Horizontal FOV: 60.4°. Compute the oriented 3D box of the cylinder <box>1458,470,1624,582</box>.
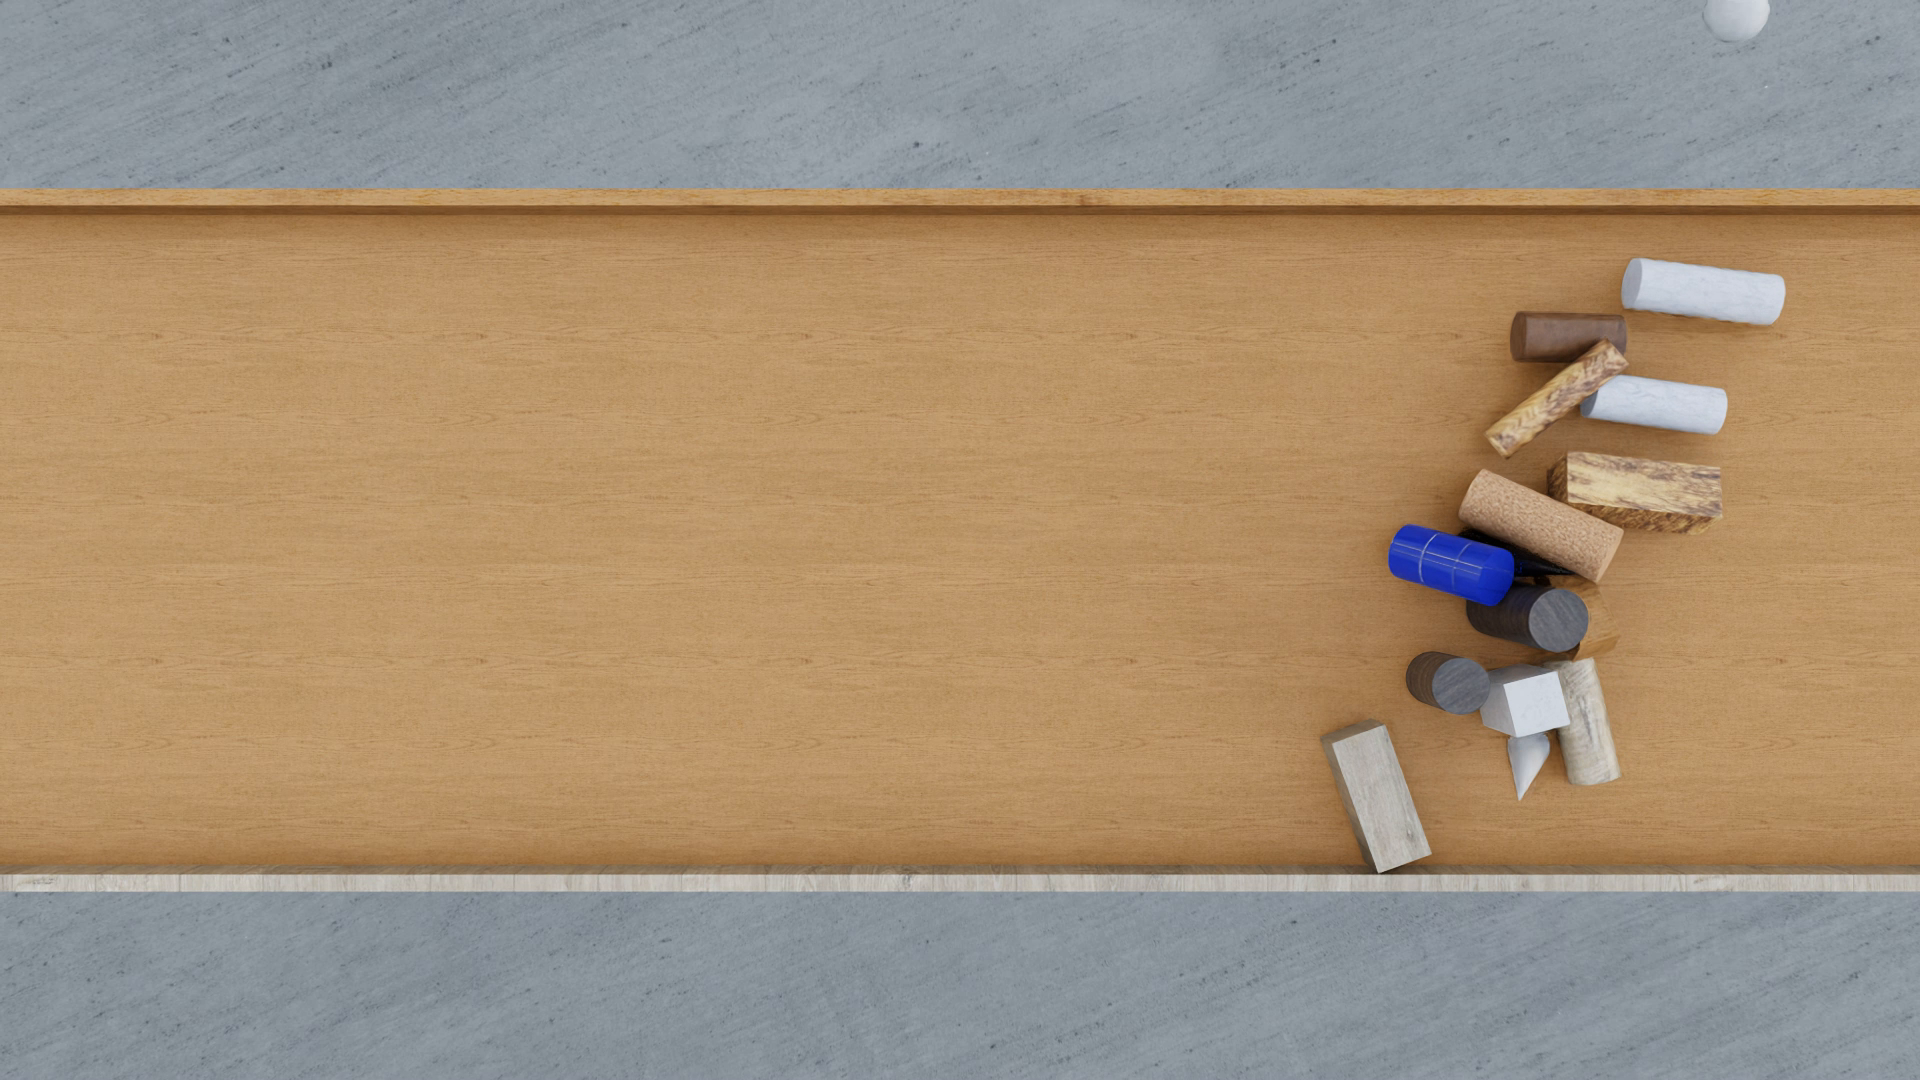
[{"bbox_3d":[1.723,-0.044,4.906,0.433,0.172,0.172,28,90,25],"label":"cylinder"}]

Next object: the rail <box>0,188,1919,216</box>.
[{"bbox_3d":[-2.247,-1.025,5.002,12.000,0.150,0.050,0,90,0],"label":"rail"}]

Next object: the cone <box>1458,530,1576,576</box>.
[{"bbox_3d":[1.648,0.070,4.841,0.153,0.448,0.153,-3,98,-24],"label":"cone"}]

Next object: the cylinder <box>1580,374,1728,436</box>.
[{"bbox_3d":[2.101,-0.415,5.005,0.388,0.144,0.144,8,90,0],"label":"cylinder"}]

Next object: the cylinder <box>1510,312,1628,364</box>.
[{"bbox_3d":[1.843,-0.611,5.001,0.301,0.151,0.151,2,90,0],"label":"cylinder"}]

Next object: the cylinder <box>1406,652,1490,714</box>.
[{"bbox_3d":[1.446,0.422,4.904,0.165,0.337,0.165,0,89,3],"label":"cylinder"}]

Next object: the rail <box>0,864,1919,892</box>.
[{"bbox_3d":[-2.247,1.025,5.001,12.000,0.150,0.050,0,90,0],"label":"rail"}]

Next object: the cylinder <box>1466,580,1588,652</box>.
[{"bbox_3d":[1.664,0.216,4.858,0.179,0.419,0.179,0,93,-7],"label":"cylinder"}]

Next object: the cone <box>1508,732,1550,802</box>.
[{"bbox_3d":[1.667,0.689,4.872,0.126,0.397,0.126,7,110,21],"label":"cone"}]

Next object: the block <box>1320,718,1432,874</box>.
[{"bbox_3d":[1.255,0.770,4.992,0.169,0.169,0.410,-20,90,0],"label":"block"}]

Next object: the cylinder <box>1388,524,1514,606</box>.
[{"bbox_3d":[1.456,0.071,4.897,0.171,0.324,0.171,-12,111,-35],"label":"cylinder"}]

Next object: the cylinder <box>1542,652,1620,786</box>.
[{"bbox_3d":[1.883,0.539,5.001,0.151,0.151,0.380,-13,90,0],"label":"cylinder"}]

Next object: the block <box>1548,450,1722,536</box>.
[{"bbox_3d":[2.031,-0.140,4.974,0.460,0.162,0.162,6,72,0],"label":"block"}]

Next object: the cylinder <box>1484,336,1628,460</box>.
[{"bbox_3d":[1.787,-0.423,4.953,0.443,0.108,0.108,-41,90,19],"label":"cylinder"}]

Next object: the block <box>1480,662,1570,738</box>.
[{"bbox_3d":[1.670,0.475,4.924,0.159,0.304,0.159,-14,90,0],"label":"block"}]

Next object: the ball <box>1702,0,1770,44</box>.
[{"bbox_3d":[4.629,-3.149,9.845,0.362,0.362,0.362,0,90,0],"label":"ball"}]

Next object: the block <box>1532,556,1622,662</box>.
[{"bbox_3d":[1.837,0.177,4.943,0.125,0.125,0.338,-16,63,0],"label":"block"}]

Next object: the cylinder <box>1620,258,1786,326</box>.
[{"bbox_3d":[2.249,-0.752,5.000,0.429,0.153,0.153,7,90,0],"label":"cylinder"}]
